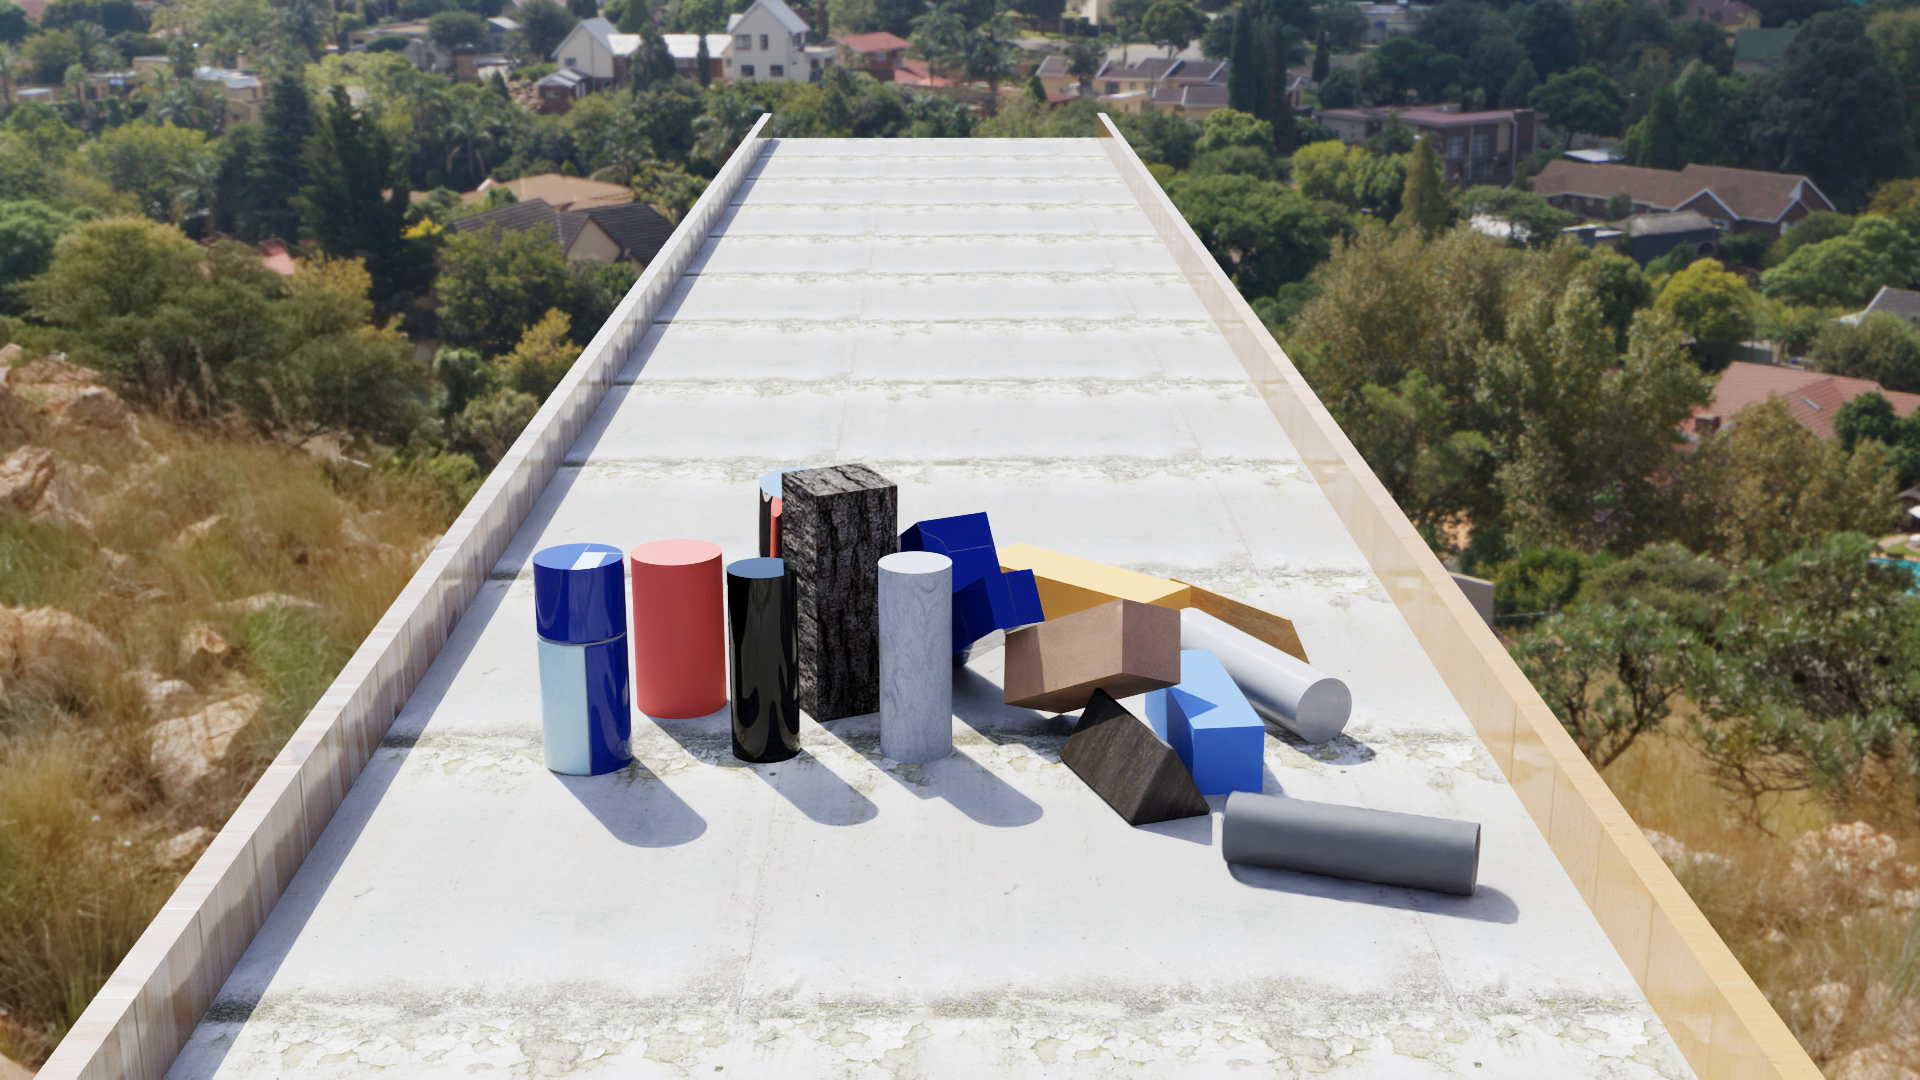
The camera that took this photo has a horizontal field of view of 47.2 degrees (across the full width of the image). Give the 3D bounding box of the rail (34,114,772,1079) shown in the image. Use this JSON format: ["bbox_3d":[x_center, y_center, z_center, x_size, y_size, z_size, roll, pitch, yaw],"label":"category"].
[{"bbox_3d":[-1.118,-0.838,7.780,0.050,0.150,12.000,0,17,-1],"label":"rail"}]

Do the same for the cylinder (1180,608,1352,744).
[{"bbox_3d":[0.552,0.251,4.162,0.125,0.125,0.453,-8,19,-26],"label":"cylinder"}]

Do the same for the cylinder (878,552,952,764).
[{"bbox_3d":[-0.079,0.208,3.908,0.130,0.353,0.130,0,17,0],"label":"cylinder"}]

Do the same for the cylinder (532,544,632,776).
[{"bbox_3d":[-0.661,0.209,3.859,0.156,0.379,0.156,0,17,0],"label":"cylinder"}]

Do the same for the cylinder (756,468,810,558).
[{"bbox_3d":[-0.311,0.068,4.290,0.176,0.382,0.176,4,24,-2],"label":"cylinder"}]

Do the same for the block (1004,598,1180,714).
[{"bbox_3d":[0.235,0.214,3.972,0.132,0.132,0.348,13,-20,-33],"label":"block"}]

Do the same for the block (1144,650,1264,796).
[{"bbox_3d":[0.433,0.321,3.934,0.123,0.123,0.394,-2,17,-7],"label":"block"}]

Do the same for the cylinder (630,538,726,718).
[{"bbox_3d":[-0.529,0.166,4.142,0.170,0.301,0.170,0,17,0],"label":"cylinder"}]

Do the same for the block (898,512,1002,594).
[{"bbox_3d":[-0.081,0.082,4.346,0.145,0.145,0.433,-9,-12,-25],"label":"block"}]

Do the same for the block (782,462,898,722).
[{"bbox_3d":[-0.226,0.097,4.118,0.162,0.441,0.162,-8,20,-26],"label":"block"}]

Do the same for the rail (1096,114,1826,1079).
[{"bbox_3d":[0.932,-0.844,7.801,0.050,0.150,12.000,0,17,-1],"label":"rail"}]

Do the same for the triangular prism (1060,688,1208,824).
[{"bbox_3d":[0.298,0.362,3.778,0.144,0.125,0.307,-6,18,-19],"label":"triangular prism"}]

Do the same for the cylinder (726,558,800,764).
[{"bbox_3d":[-0.348,0.213,3.905,0.123,0.344,0.123,0,17,0],"label":"cylinder"}]

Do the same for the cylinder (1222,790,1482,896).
[{"bbox_3d":[0.612,0.473,3.442,0.386,0.111,0.111,6,17,18],"label":"cylinder"}]

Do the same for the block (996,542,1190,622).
[{"bbox_3d":[0.243,0.138,4.497,0.450,0.153,0.153,15,22,40],"label":"block"}]

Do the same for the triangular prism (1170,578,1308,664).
[{"bbox_3d":[0.543,0.168,4.457,0.127,0.110,0.345,-12,20,-35],"label":"triangular prism"}]

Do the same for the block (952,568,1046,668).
[{"bbox_3d":[0.024,0.158,4.203,0.102,0.102,0.381,-8,-12,-26],"label":"block"}]
